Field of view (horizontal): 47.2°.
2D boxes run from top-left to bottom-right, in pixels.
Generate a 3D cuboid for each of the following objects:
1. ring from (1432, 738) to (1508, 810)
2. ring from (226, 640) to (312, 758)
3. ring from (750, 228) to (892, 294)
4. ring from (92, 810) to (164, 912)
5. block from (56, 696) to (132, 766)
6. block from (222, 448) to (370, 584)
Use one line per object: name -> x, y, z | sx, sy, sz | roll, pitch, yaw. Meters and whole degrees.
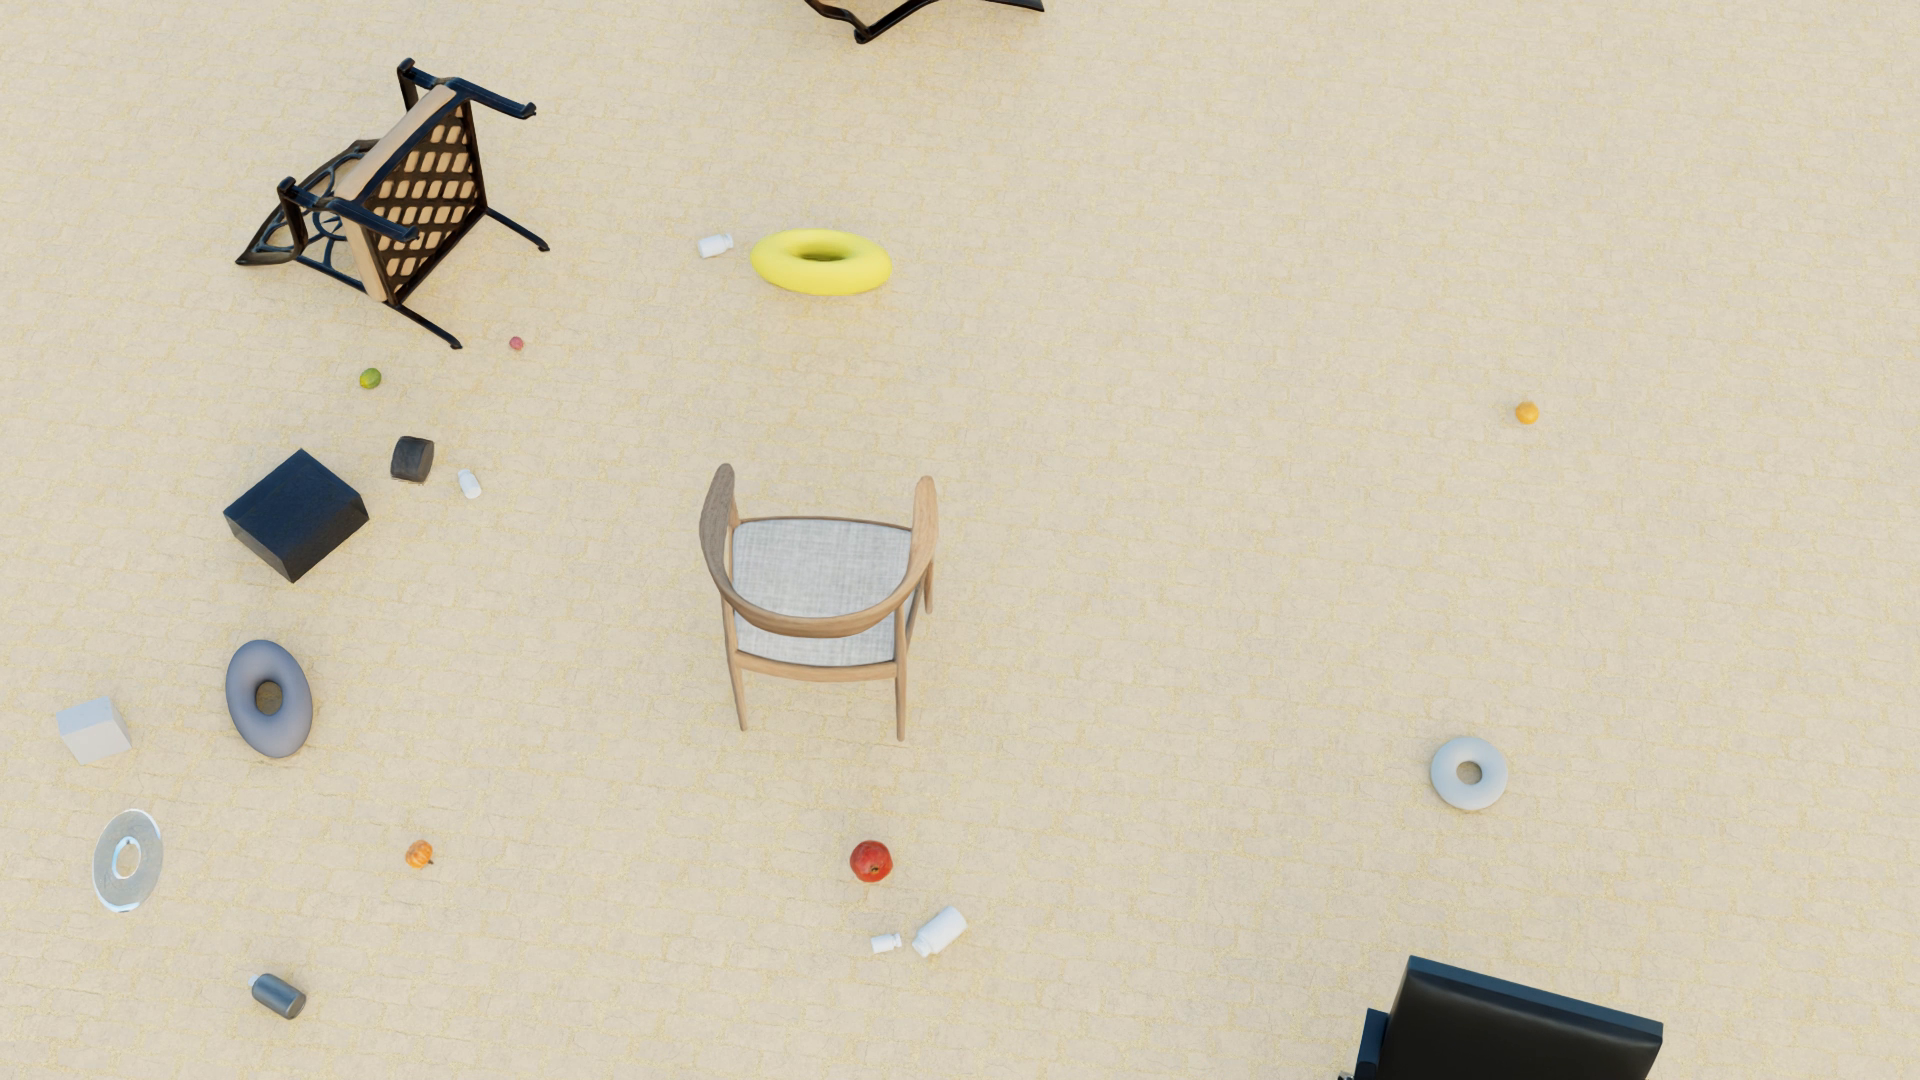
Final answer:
ring -> 1.416, 0.648, 6.112 | 0.211, 0.046, 0.230 | 24, 60, 15
ring -> -1.950, 0.446, 6.206 | 0.226, 0.117, 0.388 | -21, 59, -12
ring -> -0.446, -0.897, 7.079 | 0.465, 0.159, 0.194 | 5, 61, 4
ring -> -2.257, 0.869, 5.963 | 0.188, 0.048, 0.308 | -6, 57, -5
block -> -2.408, 0.530, 6.116 | 0.143, 0.169, 0.081 | -19, 58, -12
block -> -1.973, -0.073, 6.543 | 0.264, 0.133, 0.302 | 35, 63, 21
